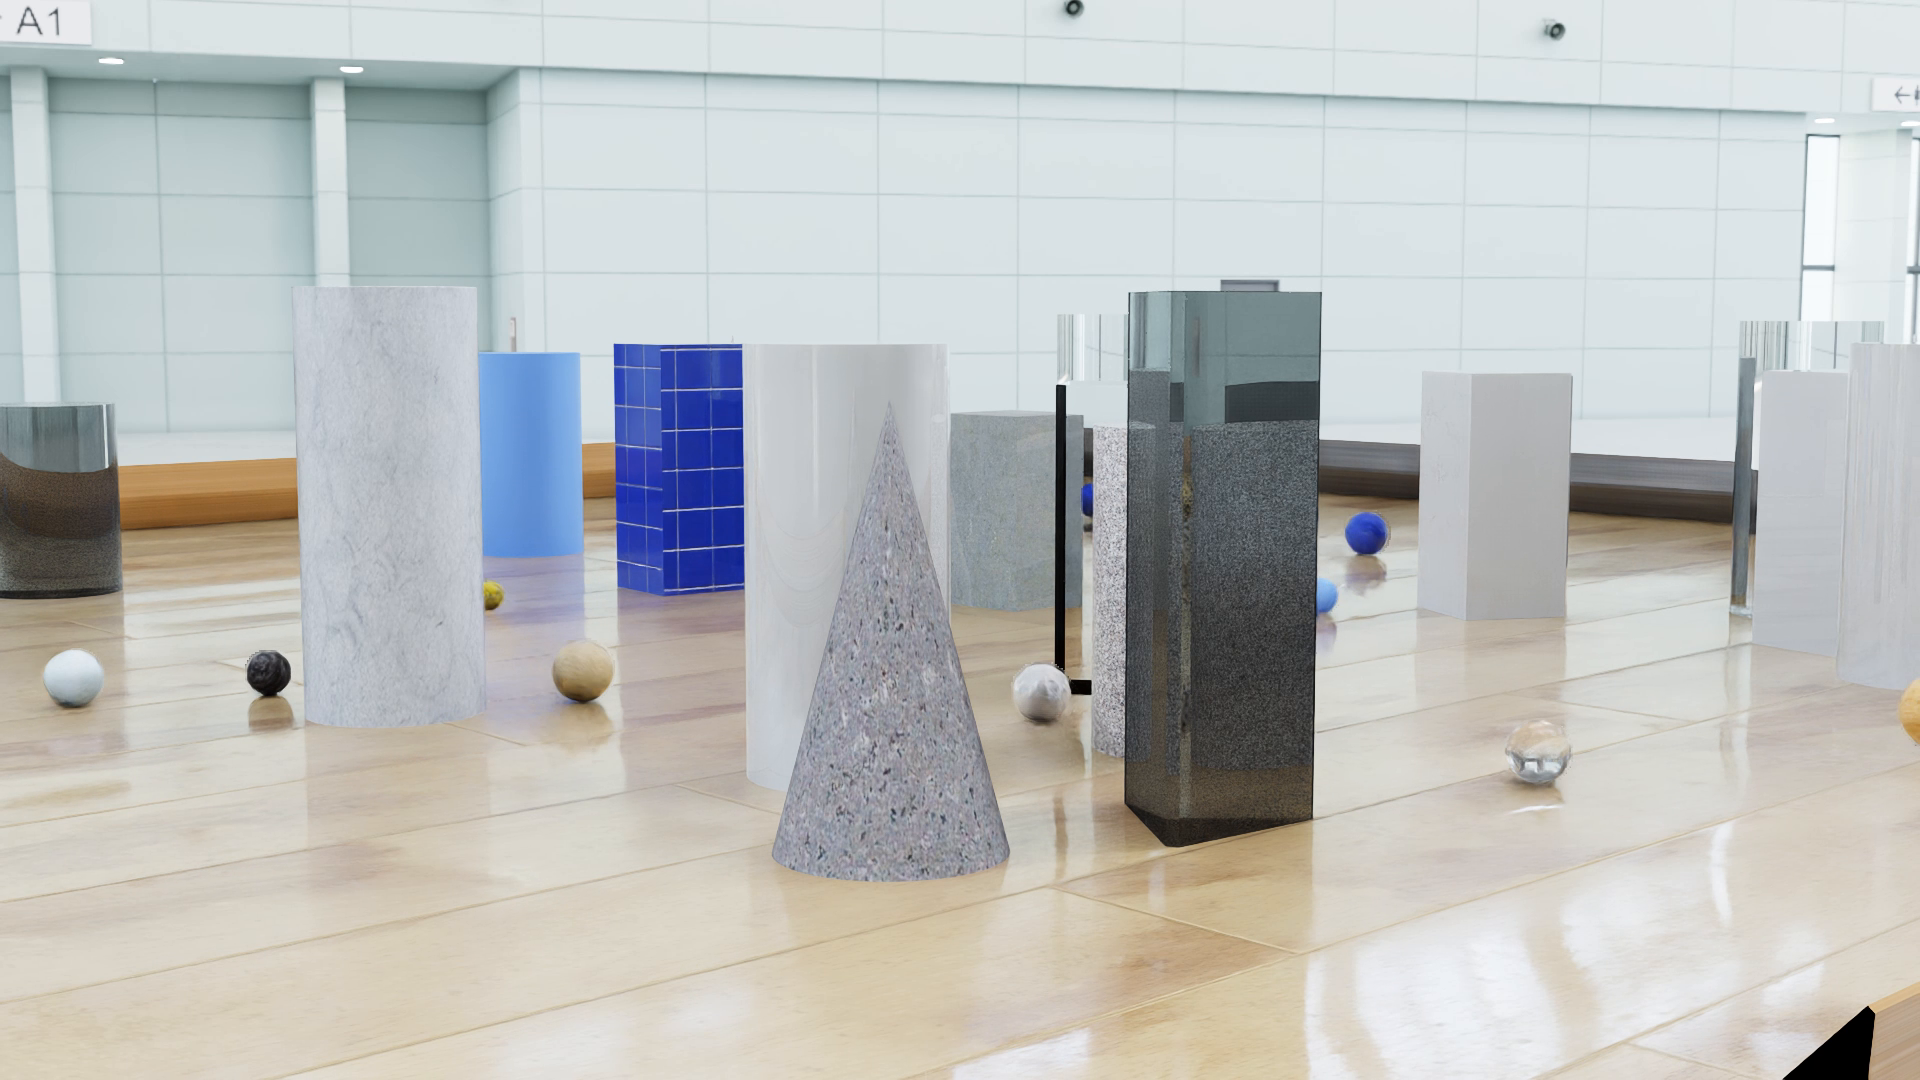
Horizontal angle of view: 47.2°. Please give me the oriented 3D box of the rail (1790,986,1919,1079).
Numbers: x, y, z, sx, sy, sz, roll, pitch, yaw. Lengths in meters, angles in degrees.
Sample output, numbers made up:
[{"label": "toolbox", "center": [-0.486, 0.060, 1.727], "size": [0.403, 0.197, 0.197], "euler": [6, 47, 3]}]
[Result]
[{"label": "rail", "center": [1.341, 0.184, 1.887], "size": [4.128, 0.128, 0.045], "euler": [-5, 8, -42]}]

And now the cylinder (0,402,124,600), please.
[{"label": "cylinder", "center": [-1.434, -0.066, 3.478], "size": [0.197, 0.297, 0.197], "euler": [0, 6, 0]}]

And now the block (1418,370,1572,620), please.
[{"label": "block", "center": [0.785, -0.070, 3.240], "size": [0.157, 0.355, 0.157], "euler": [-2, 6, -14]}]

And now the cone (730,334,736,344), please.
[{"label": "cone", "center": [-0.450, -0.210, 4.377], "size": [0.197, 0.398, 0.197], "euler": [0, 6, 0]}]

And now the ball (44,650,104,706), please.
[{"label": "ball", "center": [-1.000, 0.156, 2.482], "size": [0.063, 0.063, 0.063], "euler": [0, 6, 0]}]

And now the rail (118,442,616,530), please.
[{"label": "rail", "center": [-1.341, -0.118, 4.777], "size": [4.128, 0.128, 0.045], "euler": [-5, 8, -42]}]

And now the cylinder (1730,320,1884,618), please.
[{"label": "cylinder", "center": [1.236, -0.105, 3.215], "size": [0.197, 0.429, 0.197], "euler": [0, 6, 0]}]

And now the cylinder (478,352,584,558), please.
[{"label": "cylinder", "center": [-0.796, -0.161, 4.052], "size": [0.197, 0.367, 0.197], "euler": [0, 6, 0]}]

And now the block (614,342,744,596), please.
[{"label": "block", "center": [-0.445, -0.118, 3.522], "size": [0.157, 0.391, 0.157], "euler": [-4, 7, -36]}]

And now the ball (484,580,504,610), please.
[{"label": "ball", "center": [-0.700, 0.083, 3.274], "size": [0.044, 0.044, 0.044], "euler": [0, 6, 0]}]

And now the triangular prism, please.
[{"label": "triangular prism", "center": [0.198, 0.015, 1.916], "size": [0.170, 0.460, 0.148], "euler": [-5, 8, -38]}]

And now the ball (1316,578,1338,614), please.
[{"label": "ball", "center": [0.532, 0.082, 3.244], "size": [0.052, 0.052, 0.052], "euler": [0, 6, 0]}]

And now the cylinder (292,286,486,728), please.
[{"label": "cylinder", "center": [-0.628, -0.043, 2.426], "size": [0.197, 0.469, 0.197], "euler": [0, 6, 0]}]

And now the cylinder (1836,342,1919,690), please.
[{"label": "cylinder", "center": [1.166, -0.033, 2.641], "size": [0.197, 0.405, 0.197], "euler": [0, 6, 0]}]

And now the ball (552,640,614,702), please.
[{"label": "ball", "center": [-0.430, 0.149, 2.509], "size": [0.070, 0.070, 0.070], "euler": [0, 6, 0]}]

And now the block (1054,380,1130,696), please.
[{"label": "block", "center": [0.200, -0.006, 2.605], "size": [0.157, 0.359, 0.157], "euler": [1, 6, 9]}]

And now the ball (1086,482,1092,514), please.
[{"label": "ball", "center": [0.298, -0.091, 4.778], "size": [0.077, 0.077, 0.077], "euler": [0, 6, 0]}]

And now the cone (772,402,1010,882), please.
[{"label": "cone", "center": [-0.057, 0.071, 1.797], "size": [0.197, 0.373, 0.197], "euler": [0, 6, 0]}]

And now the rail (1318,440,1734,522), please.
[{"label": "rail", "center": [1.499, -0.110, 4.708], "size": [0.045, 0.128, 4.001], "euler": [-5, 8, -42]}]

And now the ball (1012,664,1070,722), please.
[{"label": "ball", "center": [0.088, 0.166, 2.386], "size": [0.063, 0.063, 0.063], "euler": [0, 6, 0]}]

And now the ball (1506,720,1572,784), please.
[{"label": "ball", "center": [0.546, 0.200, 2.075], "size": [0.060, 0.060, 0.060], "euler": [0, 6, 0]}]

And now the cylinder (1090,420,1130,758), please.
[{"label": "cylinder", "center": [0.233, 0.047, 2.243], "size": [0.197, 0.329, 0.197], "euler": [0, 6, 0]}]

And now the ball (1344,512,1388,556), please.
[{"label": "ball", "center": [0.741, -0.012, 4.007], "size": [0.079, 0.079, 0.079], "euler": [0, 6, 0]}]

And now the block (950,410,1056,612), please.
[{"label": "block", "center": [0.082, -0.049, 3.350], "size": [0.157, 0.289, 0.157], "euler": [6, 8, 44]}]

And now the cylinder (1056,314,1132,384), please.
[{"label": "cylinder", "center": [0.298, -0.247, 4.541], "size": [0.197, 0.436, 0.197], "euler": [0, 6, 0]}]

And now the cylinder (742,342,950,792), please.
[{"label": "cylinder", "center": [-0.107, 0.019, 2.100], "size": [0.197, 0.414, 0.197], "euler": [0, 6, 0]}]

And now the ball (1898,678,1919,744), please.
[{"label": "ball", "center": [0.995, 0.174, 2.227], "size": [0.080, 0.080, 0.080], "euler": [0, 6, 0]}]

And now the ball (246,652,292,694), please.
[{"label": "ball", "center": [-0.803, 0.154, 2.555], "size": [0.050, 0.050, 0.050], "euler": [0, 6, 0]}]

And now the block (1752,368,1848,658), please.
[{"label": "block", "center": [1.169, -0.040, 2.899], "size": [0.157, 0.365, 0.157], "euler": [-3, 7, -28]}]

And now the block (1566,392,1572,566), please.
[{"label": "block", "center": [0.947, -0.118, 3.808], "size": [0.157, 0.332, 0.157], "euler": [5, 8, 42]}]
